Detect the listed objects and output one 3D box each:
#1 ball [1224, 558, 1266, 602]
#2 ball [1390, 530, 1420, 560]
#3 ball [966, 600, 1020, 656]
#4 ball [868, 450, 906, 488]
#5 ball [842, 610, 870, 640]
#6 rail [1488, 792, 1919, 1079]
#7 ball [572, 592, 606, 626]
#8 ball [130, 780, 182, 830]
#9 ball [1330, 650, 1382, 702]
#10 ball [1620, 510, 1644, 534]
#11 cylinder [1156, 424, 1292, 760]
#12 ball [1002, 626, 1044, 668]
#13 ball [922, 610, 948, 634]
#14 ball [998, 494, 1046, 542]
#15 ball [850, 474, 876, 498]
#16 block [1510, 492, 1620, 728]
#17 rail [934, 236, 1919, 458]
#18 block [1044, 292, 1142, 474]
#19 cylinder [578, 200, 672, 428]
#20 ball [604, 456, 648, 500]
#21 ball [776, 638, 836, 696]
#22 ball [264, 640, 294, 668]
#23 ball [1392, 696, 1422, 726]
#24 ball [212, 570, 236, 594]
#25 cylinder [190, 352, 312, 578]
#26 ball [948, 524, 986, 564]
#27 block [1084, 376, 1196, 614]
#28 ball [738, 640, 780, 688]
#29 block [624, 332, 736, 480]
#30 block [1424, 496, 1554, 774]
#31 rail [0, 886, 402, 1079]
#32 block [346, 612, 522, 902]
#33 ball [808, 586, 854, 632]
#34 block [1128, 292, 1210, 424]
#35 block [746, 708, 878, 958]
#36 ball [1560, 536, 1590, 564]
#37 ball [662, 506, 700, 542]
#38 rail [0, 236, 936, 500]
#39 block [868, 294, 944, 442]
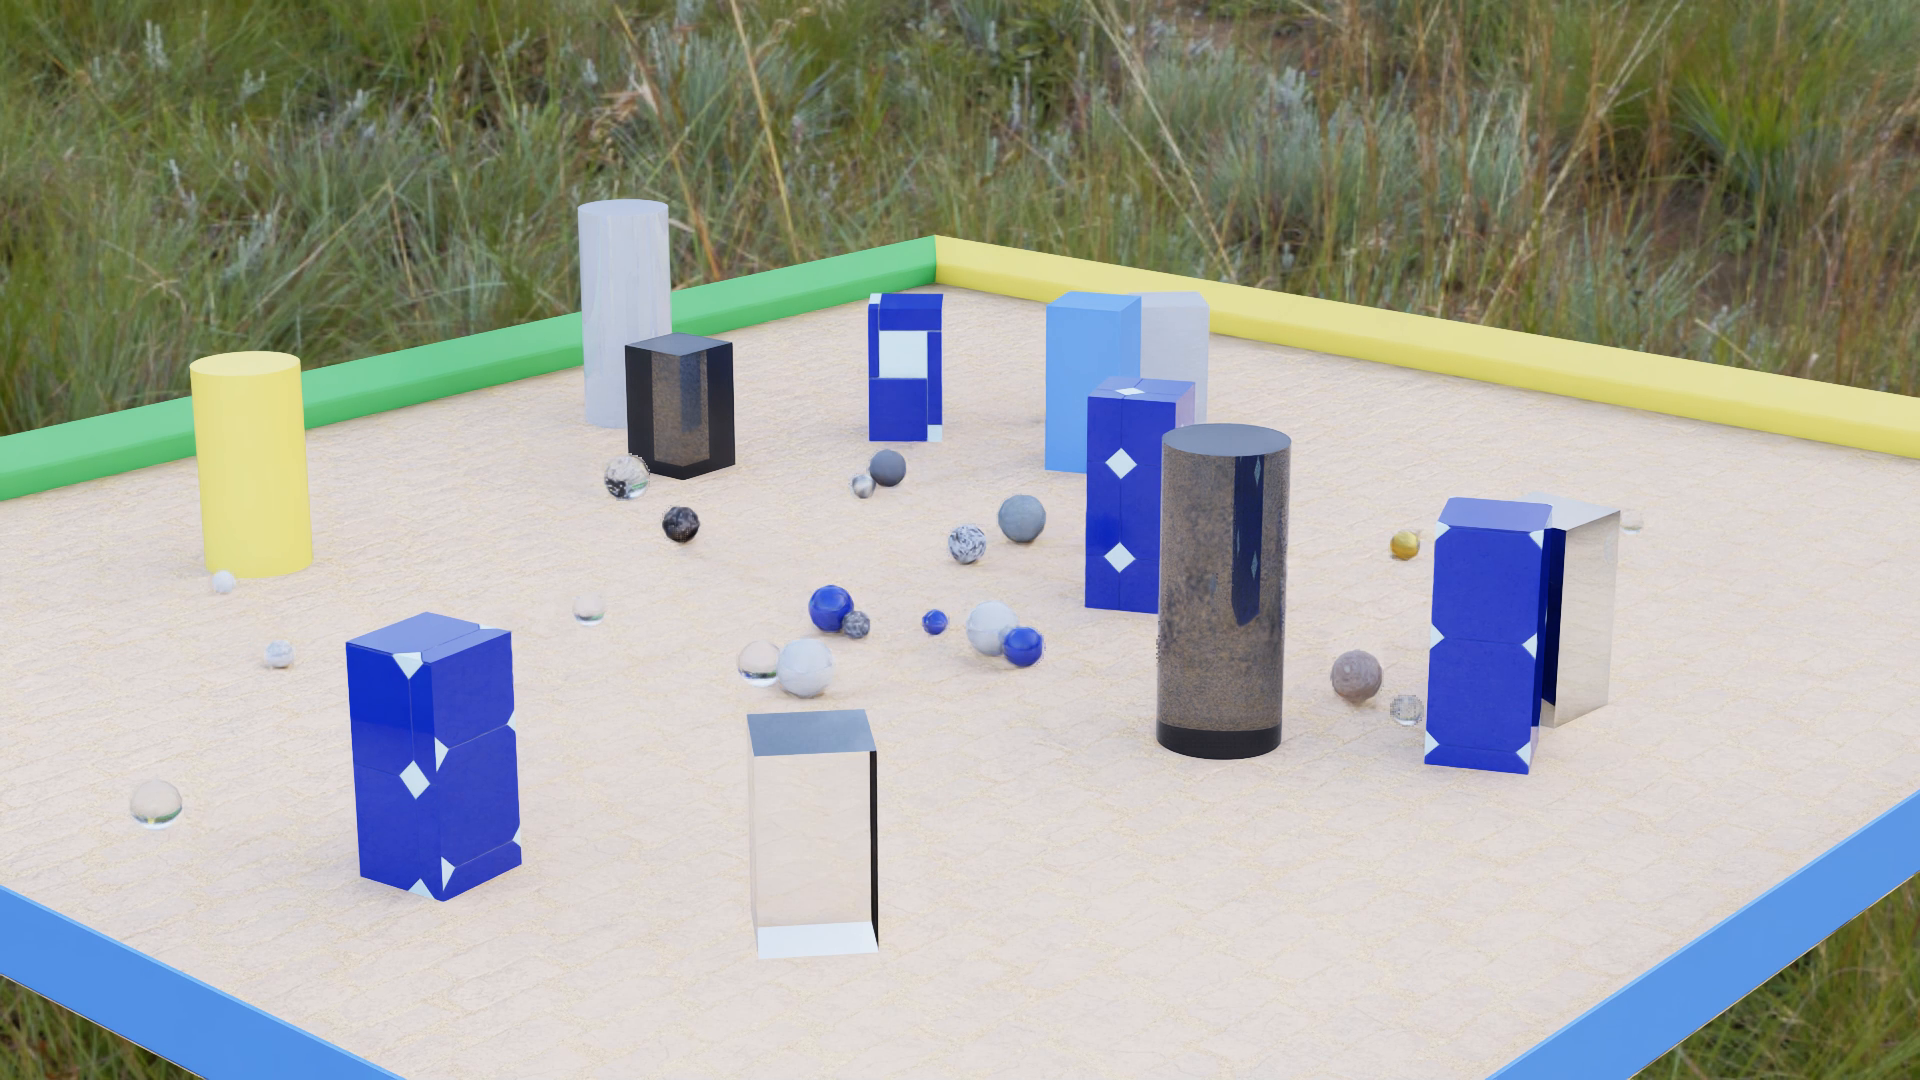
[{"bbox_3d":[0.494,0.069,5.081,0.075,0.075,0.075,0,17,0],"label":"ball"},{"bbox_3d":[0.807,0.009,5.316,0.055,0.055,0.055,0,17,0],"label":"ball"},{"bbox_3d":[0.055,0.144,4.809,0.090,0.090,0.090,0,17,0],"label":"ball"},{"bbox_3d":[-0.143,-0.141,5.781,0.074,0.074,0.074,0,17,0],"label":"ball"},{"bbox_3d":[-0.173,0.141,4.890,0.048,0.048,0.048,0,17,0],"label":"ball"},{"bbox_3d":[1.331,0.365,4.014,0.045,0.124,3.916,14,22,39],"label":"rail"},{"bbox_3d":[-0.626,0.118,4.951,0.058,0.058,0.058,0,17,0],"label":"ball"},{"bbox_3d":[-1.123,0.370,4.094,0.070,0.070,0.070,0,17,0],"label":"ball"},{"bbox_3d":[0.622,0.213,4.596,0.082,0.082,0.082,0,17,0],"label":"ball"},{"bbox_3d":[1.251,-0.033,5.468,0.048,0.048,0.048,0,17,0],"label":"ball"},{"bbox_3d":[0.392,0.076,4.382,0.191,0.467,0.191,0,17,0],"label":"cylinder"},{"bbox_3d":[0.102,0.173,4.754,0.066,0.066,0.066,0,17,0],"label":"ball"},{"bbox_3d":[-0.042,0.138,4.911,0.043,0.043,0.043,0,17,0],"label":"ball"},{"bbox_3d":[0.115,-0.041,5.421,0.089,0.089,0.089,0,17,0],"label":"ball"},{"bbox_3d":[-0.188,-0.104,5.702,0.049,0.049,0.049,0,17,0],"label":"ball"},{"bbox_3d":[0.906,0.106,4.541,0.152,0.317,0.152,15,23,41],"label":"block"},{"bbox_3d":[1.268,-0.391,6.519,3.574,0.124,0.045,14,22,39],"label":"rail"},{"bbox_3d":[0.268,-0.316,5.904,0.152,0.337,0.152,6,18,19],"label":"block"},{"bbox_3d":[-0.710,-0.482,6.245,0.191,0.458,0.191,0,17,0],"label":"cylinder"},{"bbox_3d":[-0.648,-0.121,5.692,0.086,0.086,0.086,0,17,0],"label":"ball"},{"bbox_3d":[-0.243,0.200,4.617,0.093,0.093,0.093,0,17,0],"label":"ball"},{"bbox_3d":[-1.103,0.184,4.751,0.046,0.046,0.046,0,17,0],"label":"ball"},{"bbox_3d":[0.685,0.262,4.497,0.045,0.045,0.045,0,17,0],"label":"ball"},{"bbox_3d":[-1.287,0.074,5.127,0.041,0.041,0.041,0,17,0],"label":"ball"},{"bbox_3d":[-1.267,-0.136,5.252,0.191,0.370,0.191,0,17,0],"label":"cylinder"},{"bbox_3d":[0.013,0.007,5.295,0.071,0.071,0.071,0,17,0],"label":"ball"},{"bbox_3d":[0.310,-0.078,5.050,0.152,0.375,0.152,5,18,16],"label":"block"},{"bbox_3d":[-0.317,0.197,4.660,0.075,0.075,0.075,0,17,0],"label":"ball"},{"bbox_3d":[-0.562,-0.271,5.899,0.152,0.254,0.152,13,21,37],"label":"block"},{"bbox_3d":[0.782,0.140,4.337,0.152,0.371,0.152,5,17,16],"label":"block"},{"bbox_3d":[-1.268,0.453,3.722,3.574,0.124,0.045,14,22,39],"label":"rail"},{"bbox_3d":[-0.701,0.287,3.915,0.152,0.333,0.152,11,20,32],"label":"block"},{"bbox_3d":[-0.217,0.115,4.927,0.078,0.078,0.078,0,17,0],"label":"ball"},{"bbox_3d":[0.442,-0.385,6.262,0.152,0.263,0.152,-1,17,-4],"label":"block"},{"bbox_3d":[-0.188,0.373,3.736,0.152,0.272,0.152,-2,17,-7],"label":"block"},{"bbox_3d":[1.111,0.017,5.297,0.051,0.051,0.051,0,17,0],"label":"ball"},{"bbox_3d":[-0.516,-0.029,5.421,0.068,0.068,0.068,0,17,0],"label":"ball"},{"bbox_3d":[-1.331,-0.303,6.227,0.045,0.124,3.916,14,22,39],"label":"rail"},{"bbox_3d":[-0.113,-0.363,6.153,0.152,0.282,0.152,0,17,1],"label":"block"}]
